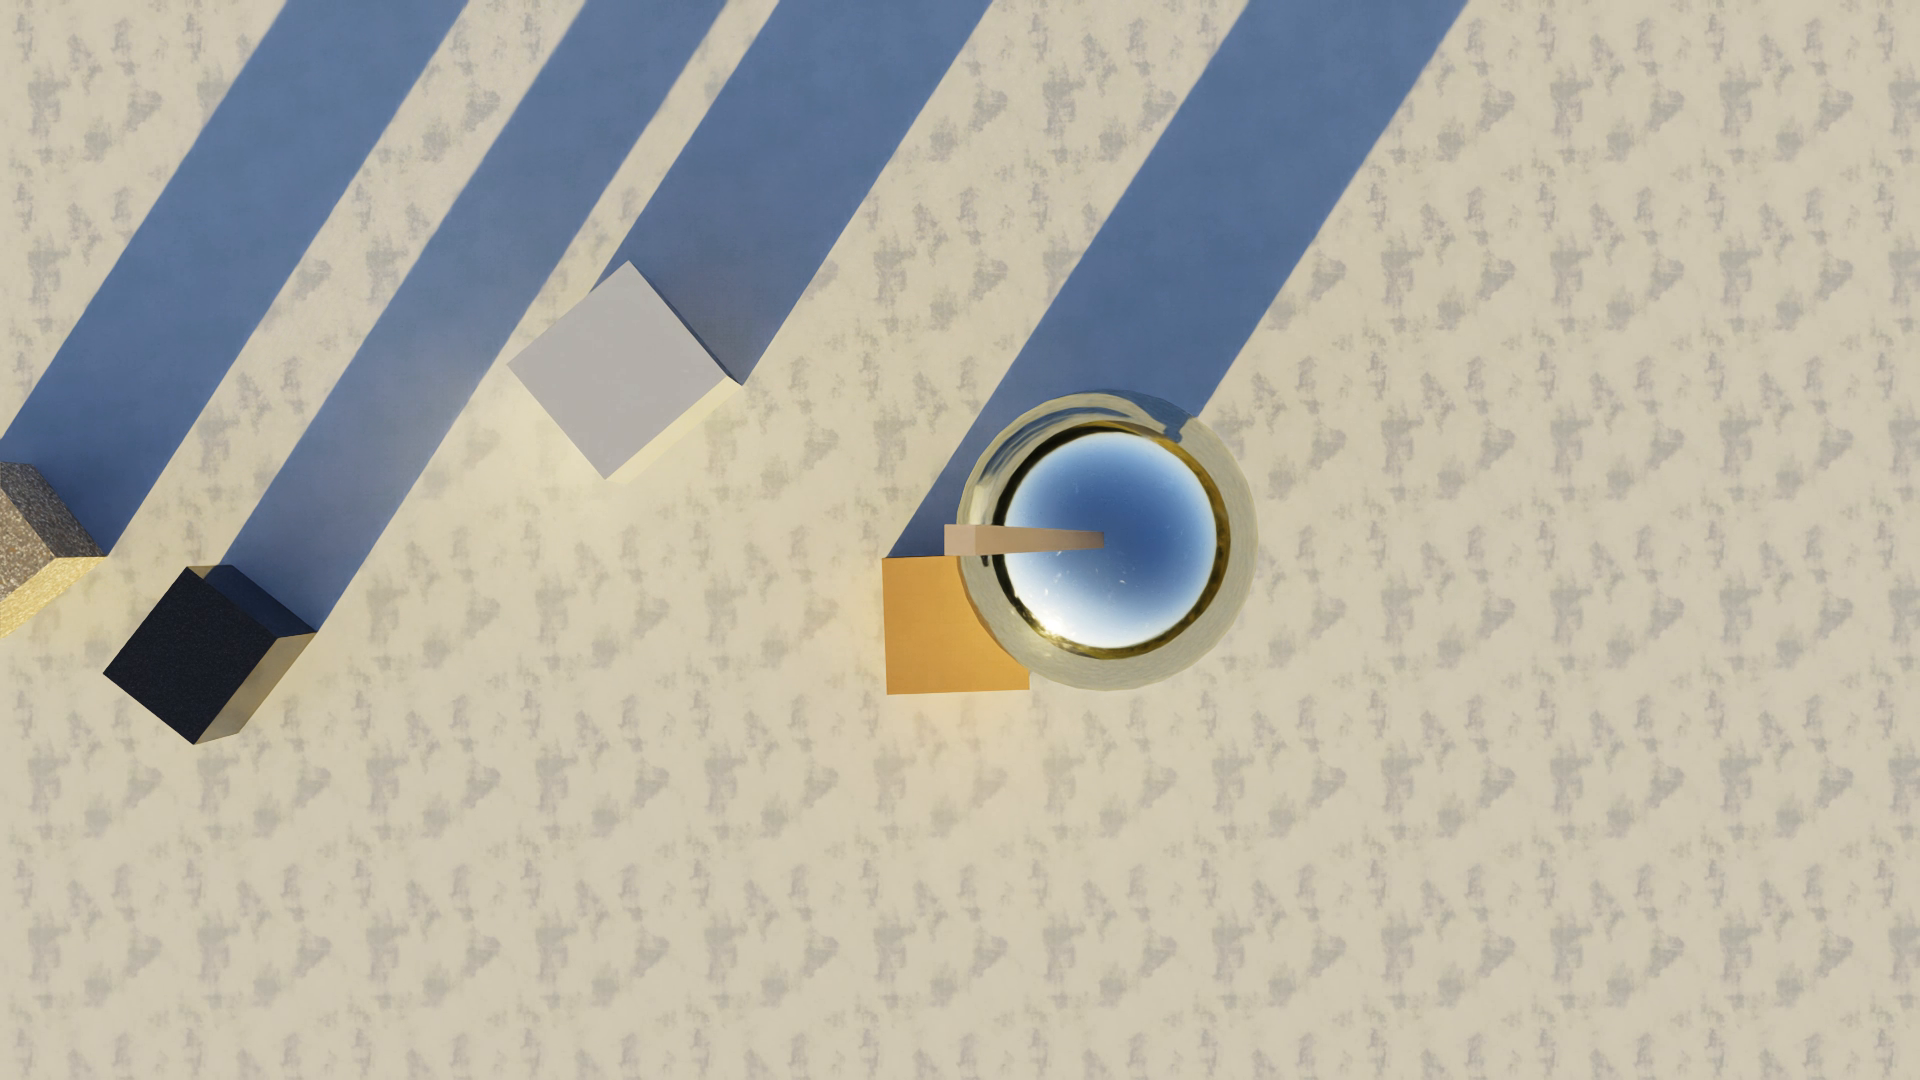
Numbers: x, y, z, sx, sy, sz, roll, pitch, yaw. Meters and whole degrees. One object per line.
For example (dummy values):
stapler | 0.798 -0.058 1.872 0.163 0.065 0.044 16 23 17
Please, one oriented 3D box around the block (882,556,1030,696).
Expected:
block | -0.024 0.469 12.640 0.799 0.721 0.764 -2 90 0

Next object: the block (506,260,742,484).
block | -1.900 -0.940 12.586 0.890 0.828 0.843 -40 90 0

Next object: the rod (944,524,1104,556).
rod | 0.334 0.000 8.224 0.080 5.200 0.080 0 90 7

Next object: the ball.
ball | 0.770 0.000 11.596 1.600 1.600 1.600 0 90 0

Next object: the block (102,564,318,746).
block | -4.286 0.645 12.620 0.647 0.759 0.760 38 90 0

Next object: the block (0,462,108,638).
block | -5.560 0.064 12.632 0.767 0.735 0.701 -38 90 0
